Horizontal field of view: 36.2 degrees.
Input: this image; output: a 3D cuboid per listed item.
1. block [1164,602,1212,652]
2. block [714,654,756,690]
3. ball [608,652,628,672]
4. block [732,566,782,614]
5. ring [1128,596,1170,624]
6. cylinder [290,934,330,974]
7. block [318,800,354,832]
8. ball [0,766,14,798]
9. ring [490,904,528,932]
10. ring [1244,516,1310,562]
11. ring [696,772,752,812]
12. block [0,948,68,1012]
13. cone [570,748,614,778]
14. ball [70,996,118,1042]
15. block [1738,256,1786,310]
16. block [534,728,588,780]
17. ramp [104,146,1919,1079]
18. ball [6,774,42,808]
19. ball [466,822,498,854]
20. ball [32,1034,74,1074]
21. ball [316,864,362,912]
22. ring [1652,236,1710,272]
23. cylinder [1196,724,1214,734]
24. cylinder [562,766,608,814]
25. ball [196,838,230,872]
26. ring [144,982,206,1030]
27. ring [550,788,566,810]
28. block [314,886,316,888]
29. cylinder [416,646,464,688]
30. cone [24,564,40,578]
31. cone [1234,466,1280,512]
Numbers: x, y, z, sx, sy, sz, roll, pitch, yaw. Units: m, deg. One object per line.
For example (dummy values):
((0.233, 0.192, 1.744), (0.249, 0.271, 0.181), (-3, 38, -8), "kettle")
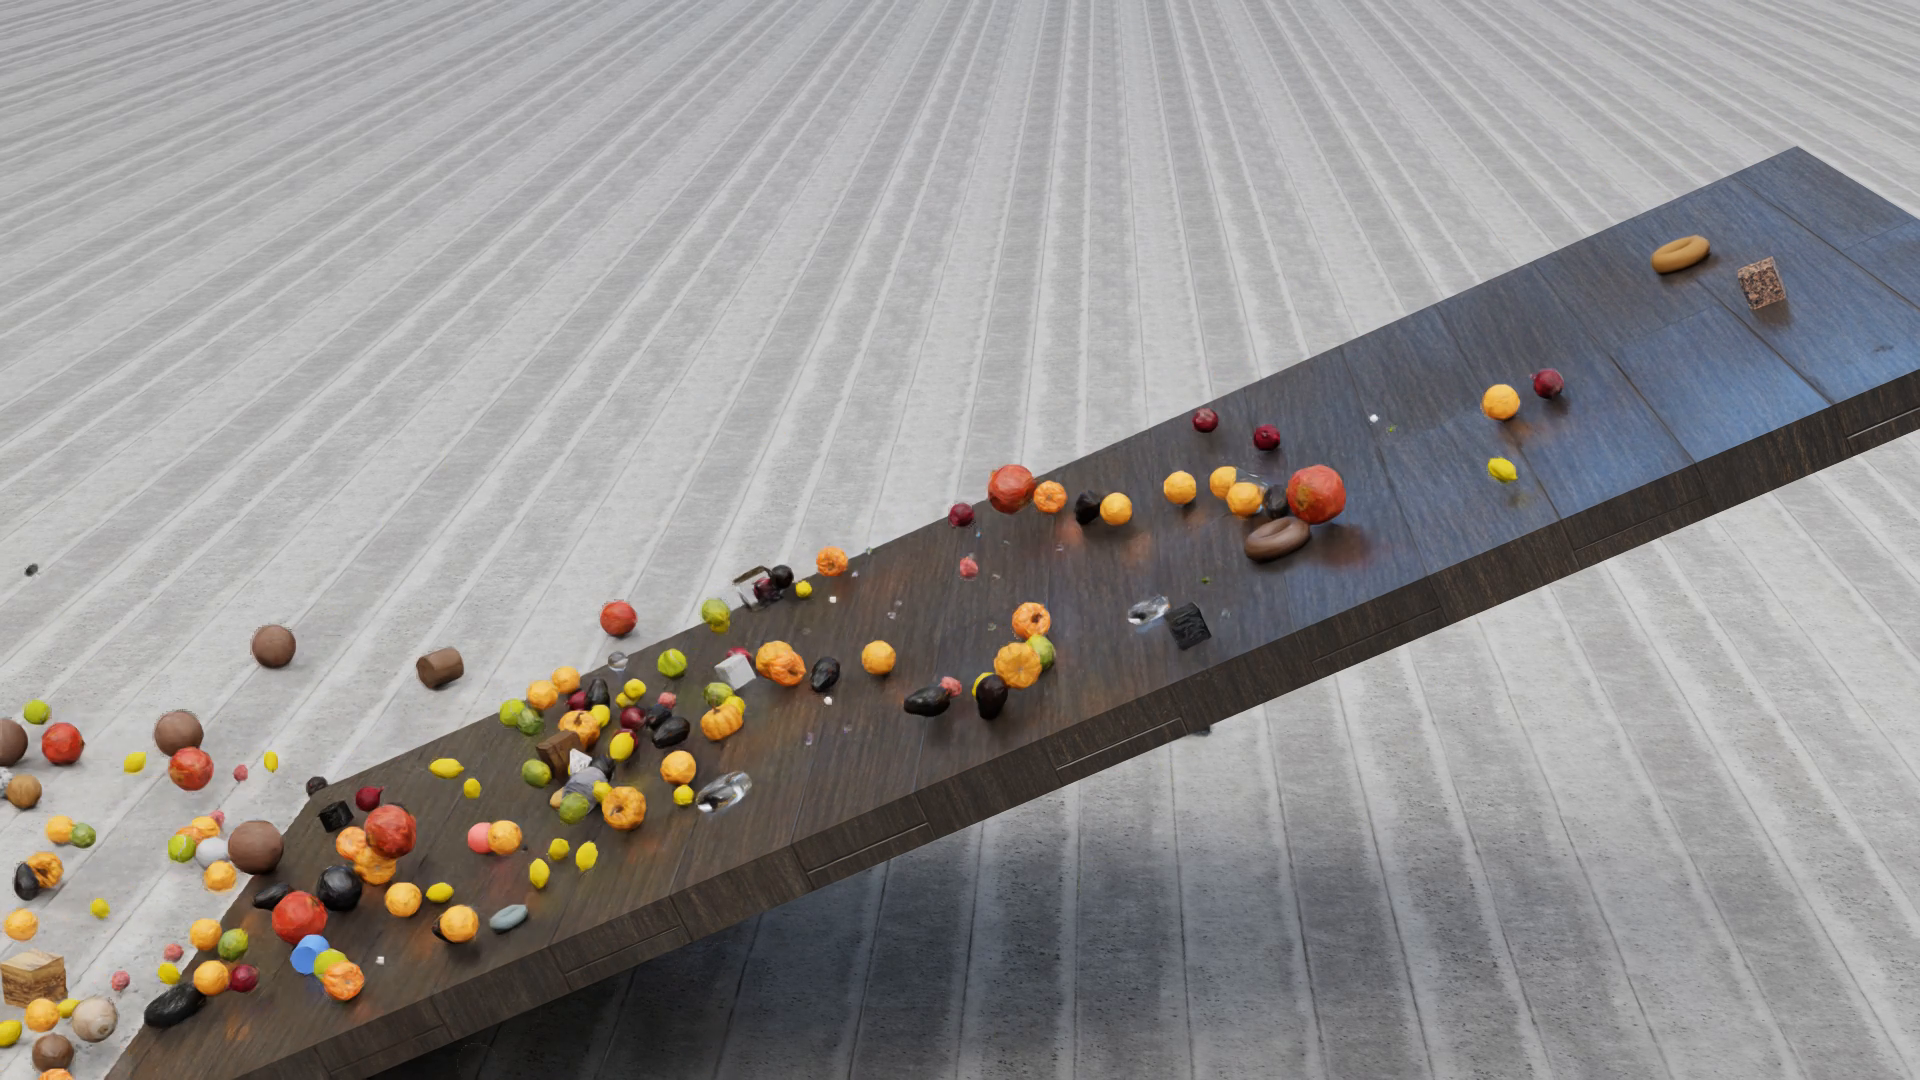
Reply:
((0.420, 0.160, 5.428), (0.060, 0.060, 0.060), (-26, 13, -1), "block")
((-0.507, 0.298, 6.630), (0.057, 0.057, 0.057), (-31, 14, -24), "block")
((-0.847, 0.301, 7.271), (0.050, 0.050, 0.050), (0, 15, 0), "ball")
((-0.500, 0.121, 7.254), (0.082, 0.082, 0.082), (-29, 13, -13), "block")
((0.366, 0.135, 5.695), (0.087, 0.029, 0.087), (-24, 12, 5), "ring")
((-1.326, 0.845, 6.002), (0.062, 0.062, 0.062), (2, 16, 6), "cylinder")
((-1.500, 0.664, 7.068), (0.051, 0.051, 0.051), (-20, 14, 24), "block")
((-2.537, 0.638, 7.746), (0.088, 0.088, 0.088), (0, 15, 0), "ball")
((-0.872, 0.730, 5.682), (0.080, 0.027, 0.080), (-23, 14, 6), "ring")
((0.617, -0.002, 5.728), (0.137, 0.046, 0.137), (-23, 14, 6), "ring")
((-0.466, 0.497, 5.809), (0.118, 0.039, 0.118), (-26, 13, 6), "ring")
((-2.052, 0.974, 6.516), (0.095, 0.095, 0.095), (8, 17, 28), "block")
((-0.801, 0.500, 6.417), (0.096, 0.096, 0.096), (0, 15, -6), "cone")
((-1.833, 1.015, 6.228), (0.096, 0.096, 0.096), (0, 15, 0), "ball")
((1.591, -0.509, 5.835), (0.071, 0.071, 0.071), (-20, 14, 21), "block")
((-0.886, 0.480, 6.574), (0.080, 0.080, 0.080), (-31, 14, -22), "block")
((0.134, 0.169, 6.283), (4.000, 0.100, 2.000), (-23, 13, 9), "ramp")
((-2.443, 0.655, 7.678), (0.090, 0.090, 0.090), (0, 15, 0), "ball")
((-1.012, 0.632, 6.239), (0.067, 0.067, 0.067), (0, 15, 0), "ball")
((-1.902, 1.077, 6.163), (0.086, 0.086, 0.086), (0, 15, 0), "ball")
((-1.334, 0.748, 6.317), (0.099, 0.099, 0.099), (0, 15, 0), "ball")
((1.565, -0.620, 6.386), (0.130, 0.043, 0.130), (-24, 14, 6), "ring")
((0.667, 0.500, 8.253), (0.083, 0.083, 0.083), (3, 16, 11), "cylinder")
((-0.792, 0.528, 6.209), (0.076, 0.076, 0.076), (4, 22, 14), "cylinder")
((-1.834, 0.772, 7.223), (0.085, 0.085, 0.085), (0, 15, 0), "ball")
((-1.635, 0.970, 6.129), (0.139, 0.046, 0.139), (-24, 14, 7), "ring")
((-0.837, 0.549, 6.321), (0.094, 0.031, 0.094), (-24, 13, 6), "ring")
((-1.371, 0.762, 6.432), (0.054, 0.054, 0.054), (-25, 13, 3), "block")
((-1.527, 0.374, 8.642), (0.099, 0.099, 0.099), (-21, 25, -39), "cylinder")
((-3.066, 0.115, 9.755), (0.050, 0.050, 0.050), (40, 35, 25), "cone")
((0.620, -0.103, 6.123), (0.096, 0.096, 0.096), (3, 16, 4), "cone")
